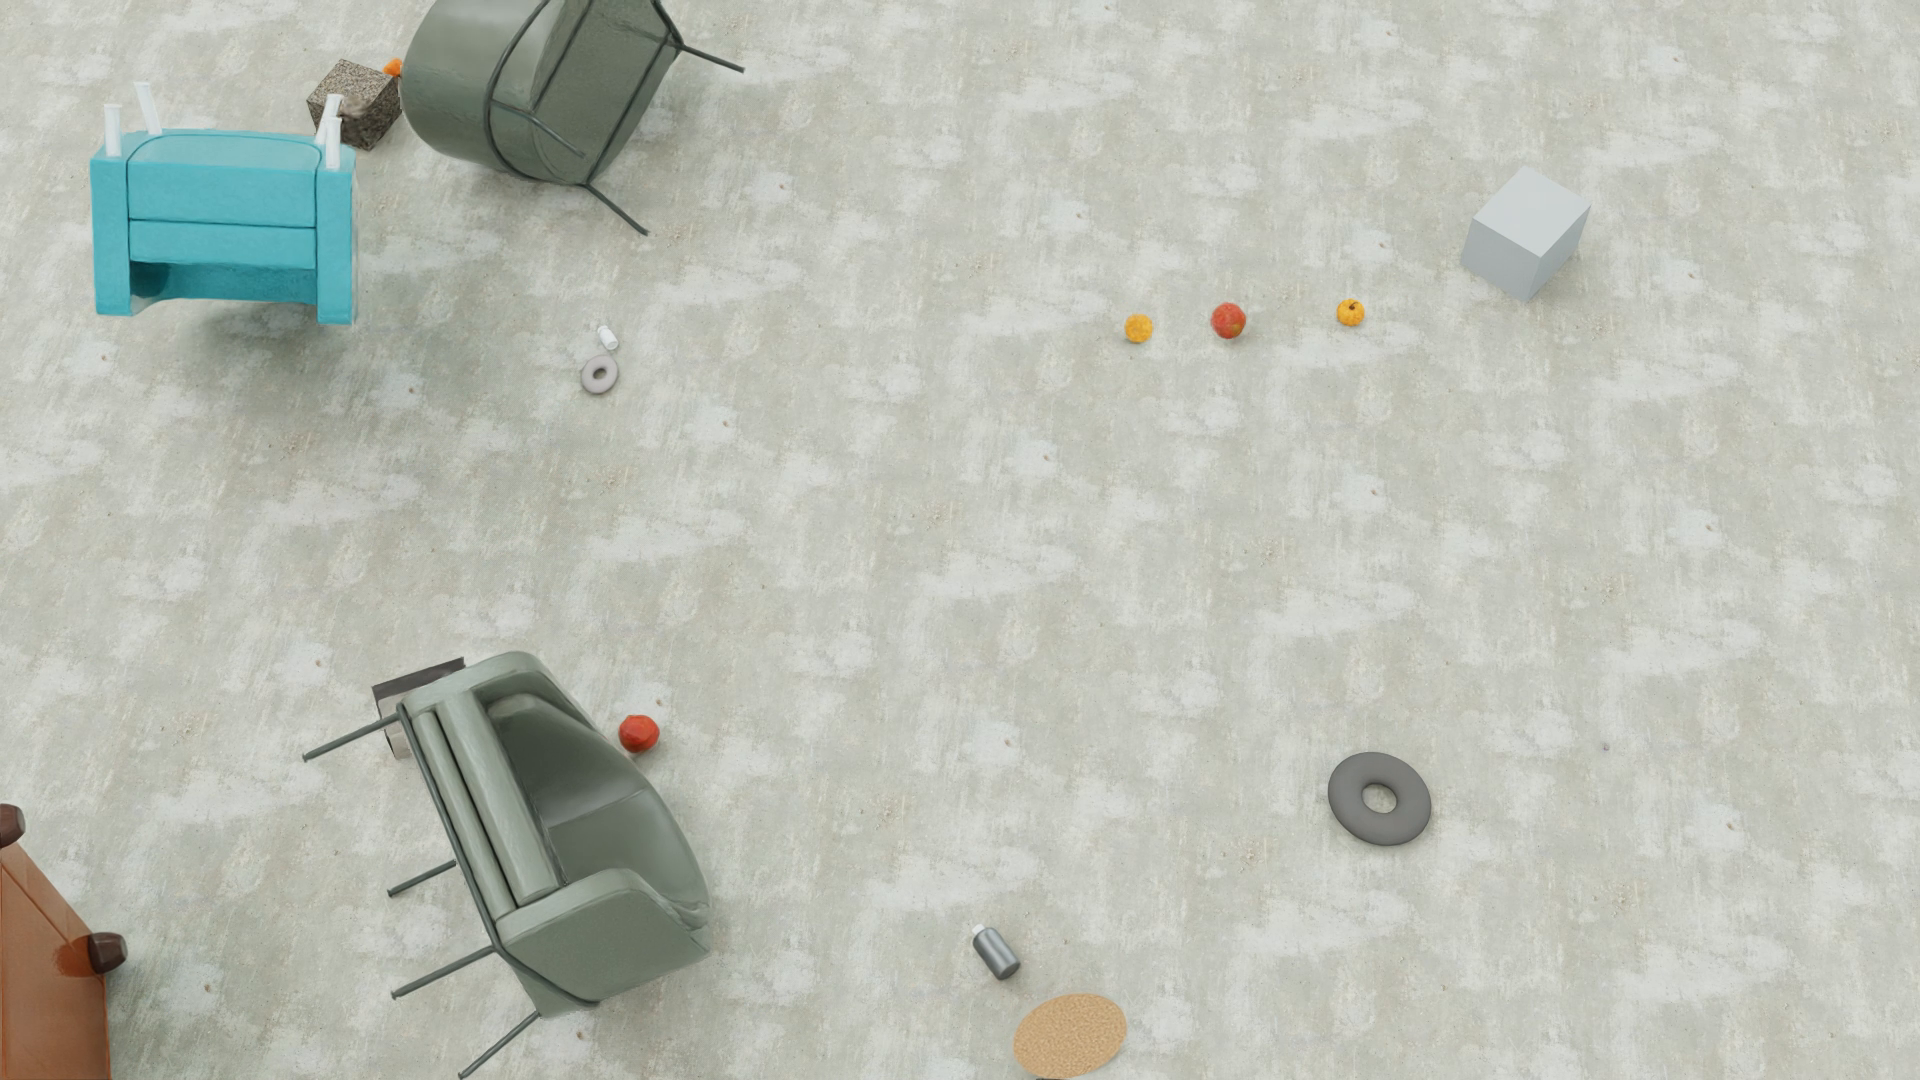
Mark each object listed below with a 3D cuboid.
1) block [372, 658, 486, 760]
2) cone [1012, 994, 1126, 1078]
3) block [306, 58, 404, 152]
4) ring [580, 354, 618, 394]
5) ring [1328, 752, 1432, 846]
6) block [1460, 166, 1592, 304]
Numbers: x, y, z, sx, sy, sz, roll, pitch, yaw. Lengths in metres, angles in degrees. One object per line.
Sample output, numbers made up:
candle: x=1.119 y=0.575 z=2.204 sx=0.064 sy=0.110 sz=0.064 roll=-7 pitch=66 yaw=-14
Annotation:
block: x=-1.490 y=0.473 z=6.175 sx=0.262 sy=0.136 sz=0.174 roll=-18 pitch=58 yaw=-12
cone: x=0.269 y=1.255 z=5.681 sx=0.302 sy=0.230 sz=0.126 roll=-12 pitch=14 yaw=-9
block: x=-2.053 y=-1.477 z=7.468 sx=0.210 sy=0.160 sz=0.214 roll=20 pitch=58 yaw=13
ring: x=-1.131 y=-0.521 z=6.902 sx=0.116 sy=0.036 sz=0.150 roll=6 pitch=57 yaw=5
ring: x=1.156 y=0.712 z=6.059 sx=0.275 sy=0.062 sz=0.295 roll=-33 pitch=61 yaw=-21
block: x=1.825 y=-0.988 z=7.103 sx=0.255 sy=0.223 sz=0.303 roll=36 pitch=63 yaw=21
